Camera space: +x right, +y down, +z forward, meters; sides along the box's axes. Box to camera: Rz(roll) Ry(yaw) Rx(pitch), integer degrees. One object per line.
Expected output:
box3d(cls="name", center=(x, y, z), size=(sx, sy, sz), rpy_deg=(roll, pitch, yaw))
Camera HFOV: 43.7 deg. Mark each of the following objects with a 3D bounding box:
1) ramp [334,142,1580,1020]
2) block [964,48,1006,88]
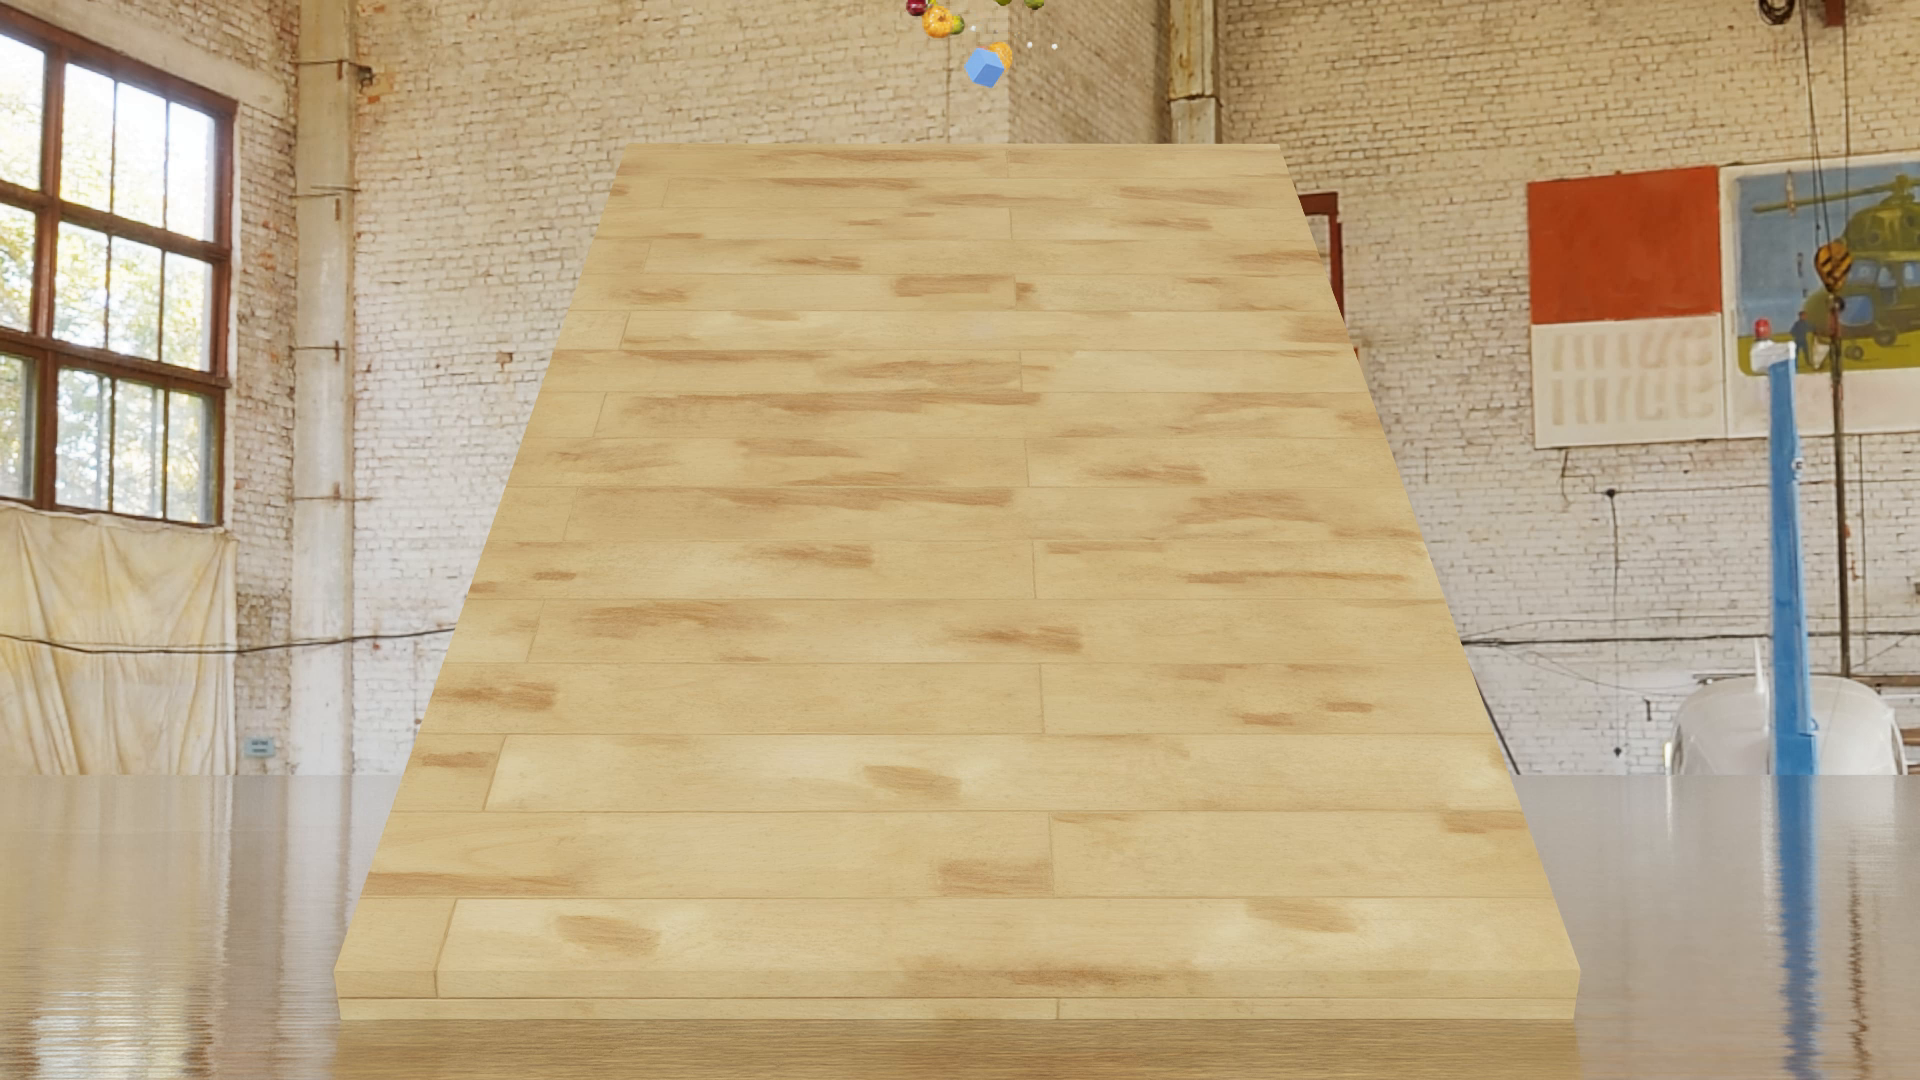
box3d(cls="ramp", center=(-0.012, -0.220, 5.619), size=(2.000, 0.100, 4.000), rpy_deg=(0, 29, 0))
box3d(cls="block", center=(0.070, -1.343, 6.804), size=(0.071, 0.071, 0.071), rpy_deg=(9, -46, -38))
